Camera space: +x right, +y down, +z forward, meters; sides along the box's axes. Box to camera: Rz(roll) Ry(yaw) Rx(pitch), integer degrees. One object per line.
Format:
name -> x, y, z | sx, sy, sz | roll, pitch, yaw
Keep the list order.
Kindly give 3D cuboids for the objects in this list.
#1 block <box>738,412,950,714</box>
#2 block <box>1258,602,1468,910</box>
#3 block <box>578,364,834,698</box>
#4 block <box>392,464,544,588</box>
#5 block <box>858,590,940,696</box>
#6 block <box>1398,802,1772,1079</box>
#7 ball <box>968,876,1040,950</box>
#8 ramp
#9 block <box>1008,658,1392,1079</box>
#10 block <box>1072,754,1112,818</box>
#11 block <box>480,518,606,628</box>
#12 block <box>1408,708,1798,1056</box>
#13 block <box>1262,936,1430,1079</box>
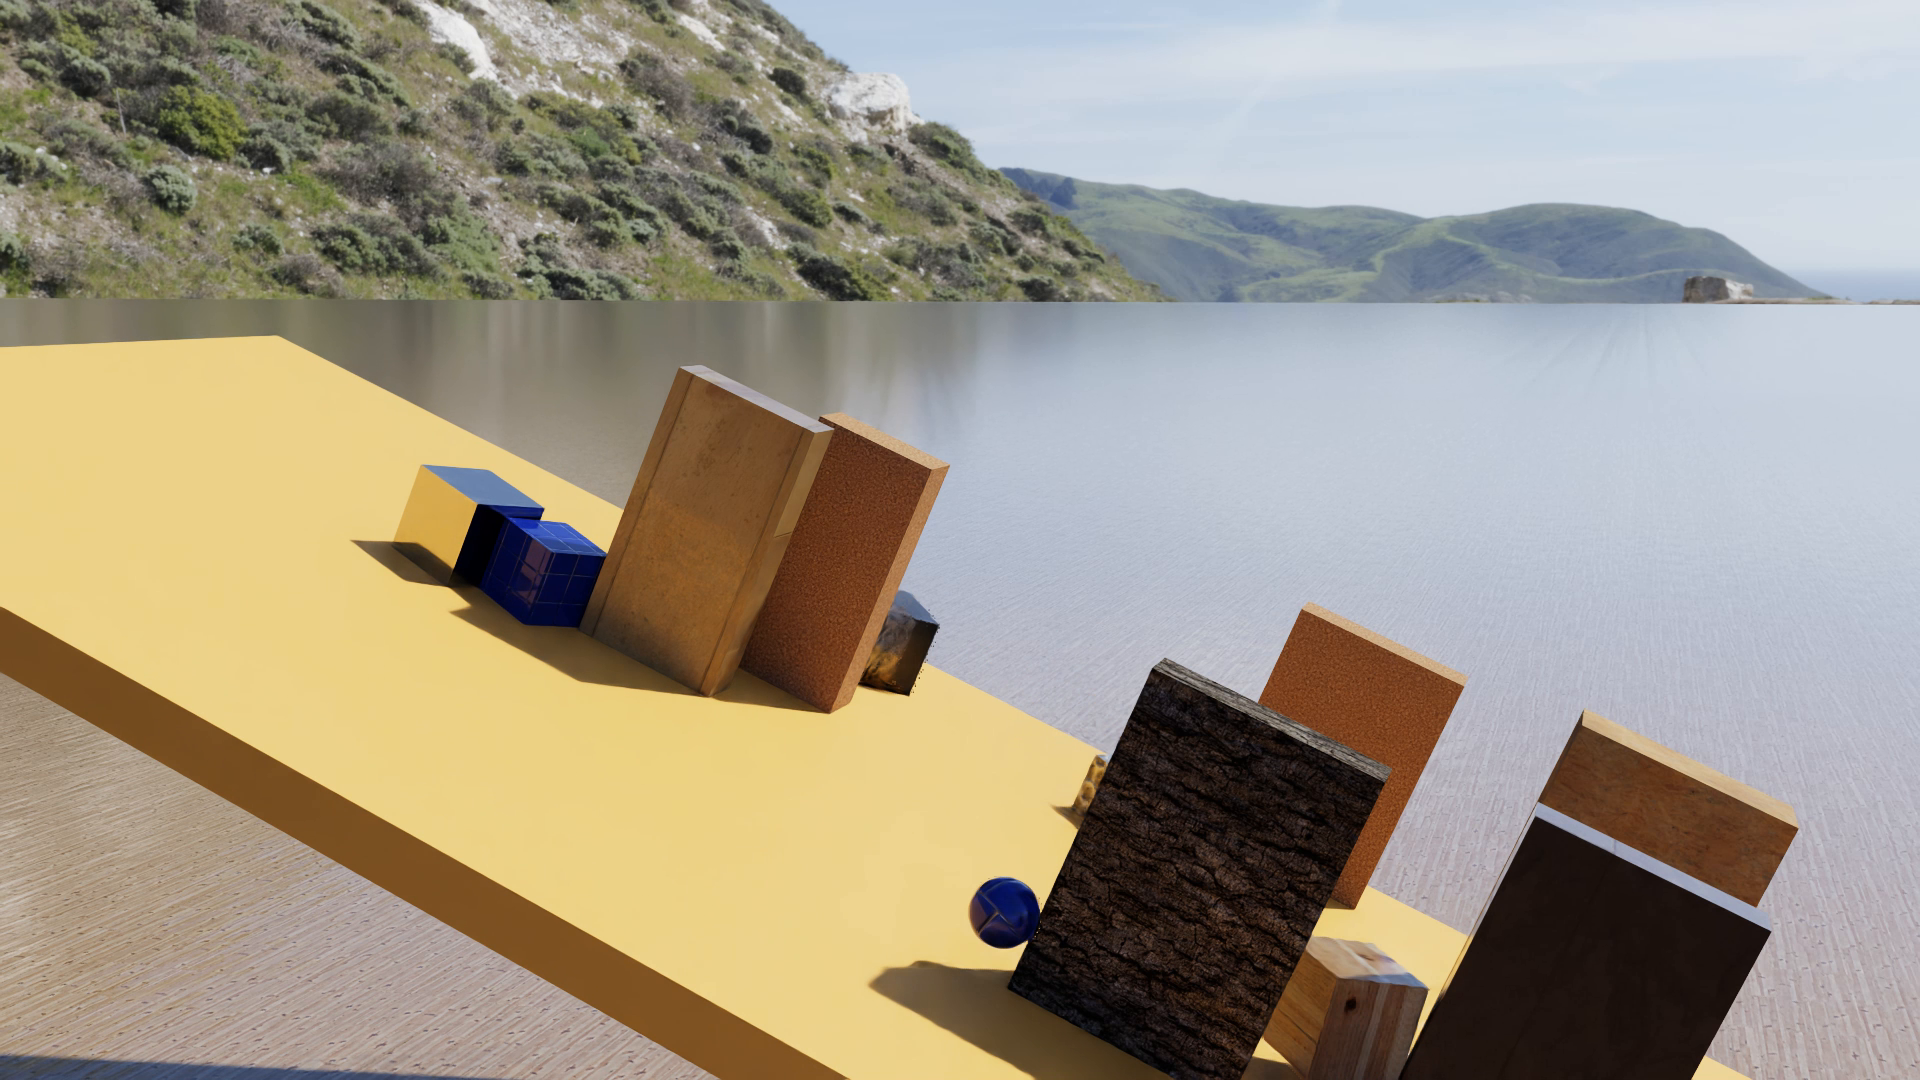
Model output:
block -> -0.259, 0.047, 4.563 | 0.260, 0.559, 0.125 | 26, 13, 13
block -> 0.801, 0.462, 4.739 | 0.373, 0.543, 0.116 | 26, 13, 13
block -> -0.506, -0.018, 4.362 | 0.307, 0.577, 0.107 | 26, 13, 13
block -> -0.994, -0.026, 4.442 | 0.183, 0.183, 0.183 | 31, 15, 31
block -> -0.187, 0.211, 4.874 | 0.178, 0.178, 0.178 | 16, 15, -28
block -> 0.794, 0.772, 3.057 | 0.334, 0.741, 0.084 | 26, 13, 13
ball -> 0.071, 0.604, 3.565 | 0.116, 0.116, 0.116 | 0, 7, 0
ramp -> -0.287, 0.498, 4.183 | 4.000, 0.100, 2.000 | 26, 13, 13
block -> 0.382, 0.551, 3.557 | 0.402, 0.598, 0.101 | 26, 13, 13
block -> 0.342, 0.537, 4.581 | 0.130, 0.130, 0.130 | 8, 19, -47
block -> -0.831, 0.066, 4.407 | 0.159, 0.159, 0.159 | 33, 16, 36
block -> 1.023, 0.710, 3.621 | 0.360, 0.772, 0.146 | 26, 13, 13
block -> 0.639, 0.788, 3.693 | 0.181, 0.181, 0.181 | 11, 10, -23
